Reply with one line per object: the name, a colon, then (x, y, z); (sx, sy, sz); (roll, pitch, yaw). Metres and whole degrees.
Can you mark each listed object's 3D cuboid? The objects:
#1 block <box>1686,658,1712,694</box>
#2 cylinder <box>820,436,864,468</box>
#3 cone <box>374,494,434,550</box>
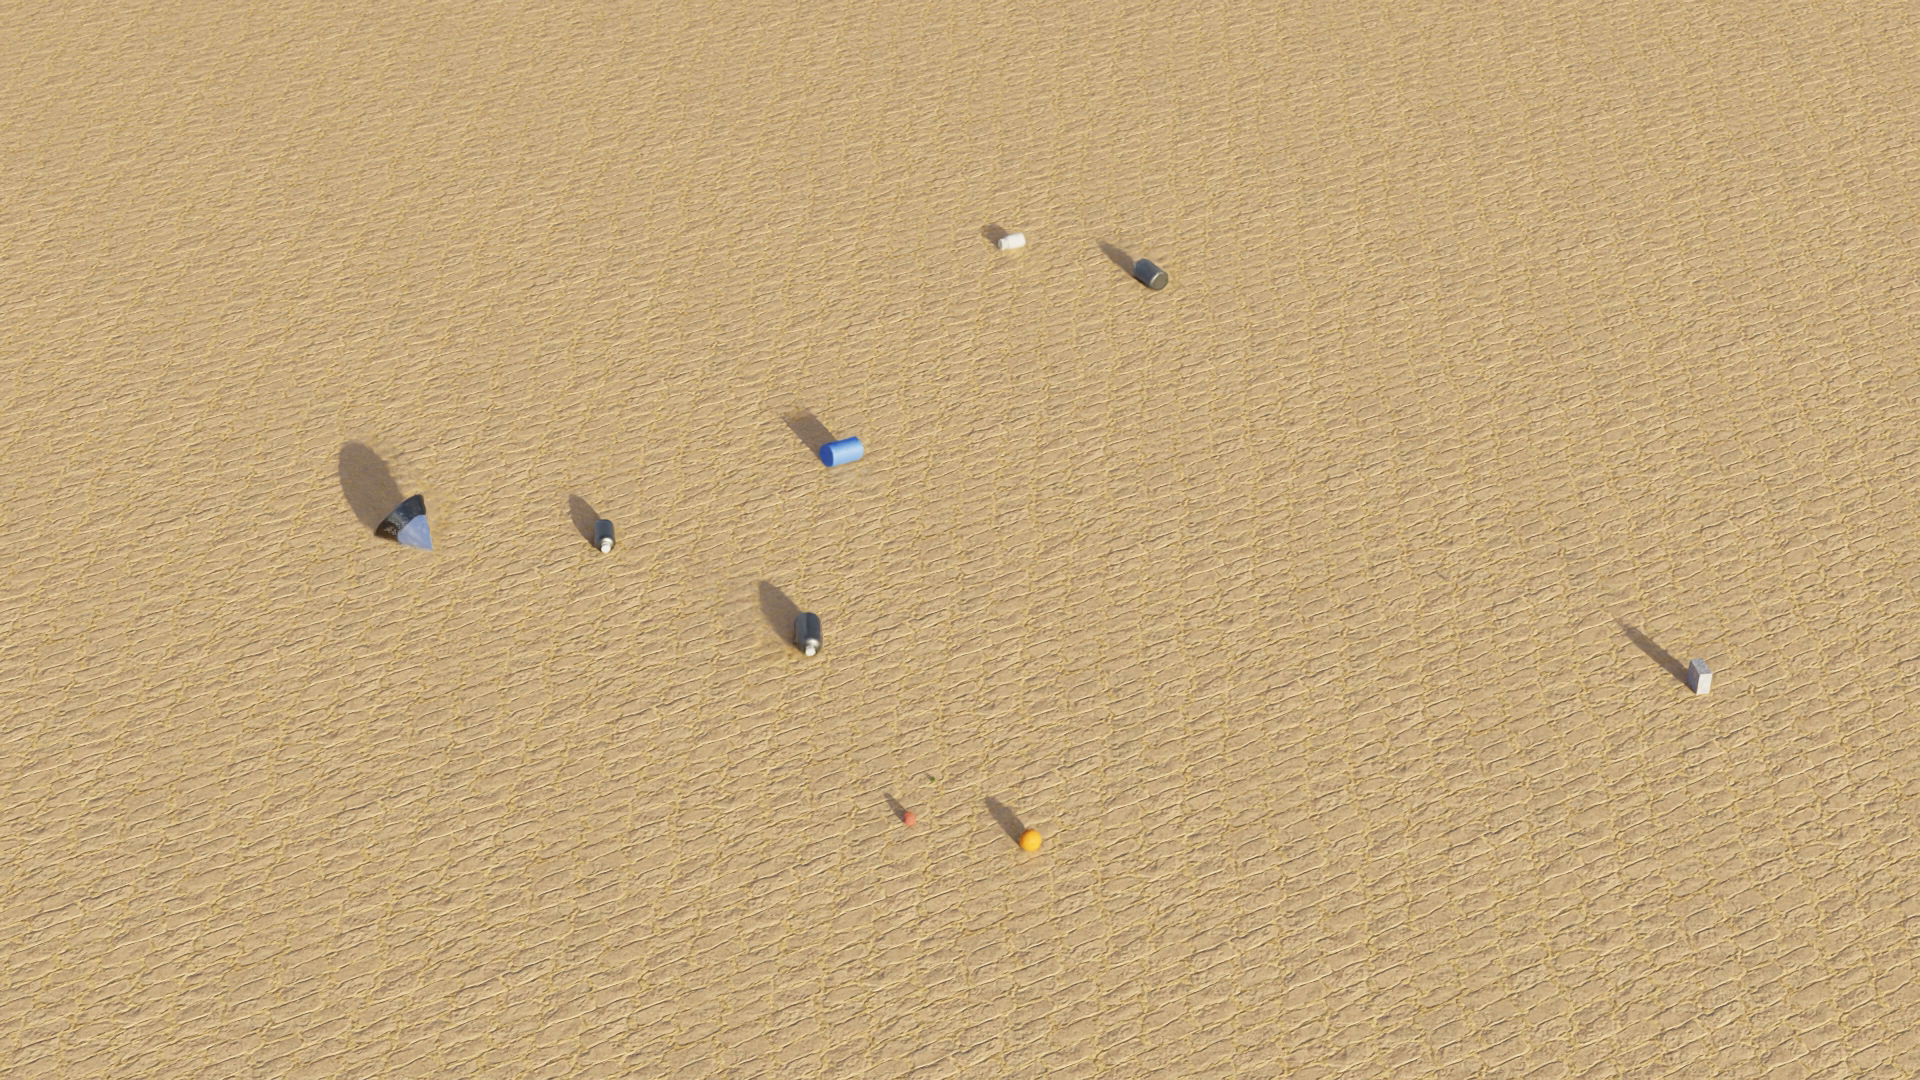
block: (2.560, 0.472, 10.150); (0.045, 0.086, 0.093); (-5, 34, -8)
cylinder: (-0.460, -0.342, 11.363); (0.127, 0.091, 0.143); (-16, 2, -23)
cone: (-2.022, -0.025, 10.901); (0.189, 0.197, 0.237); (44, 65, 10)
